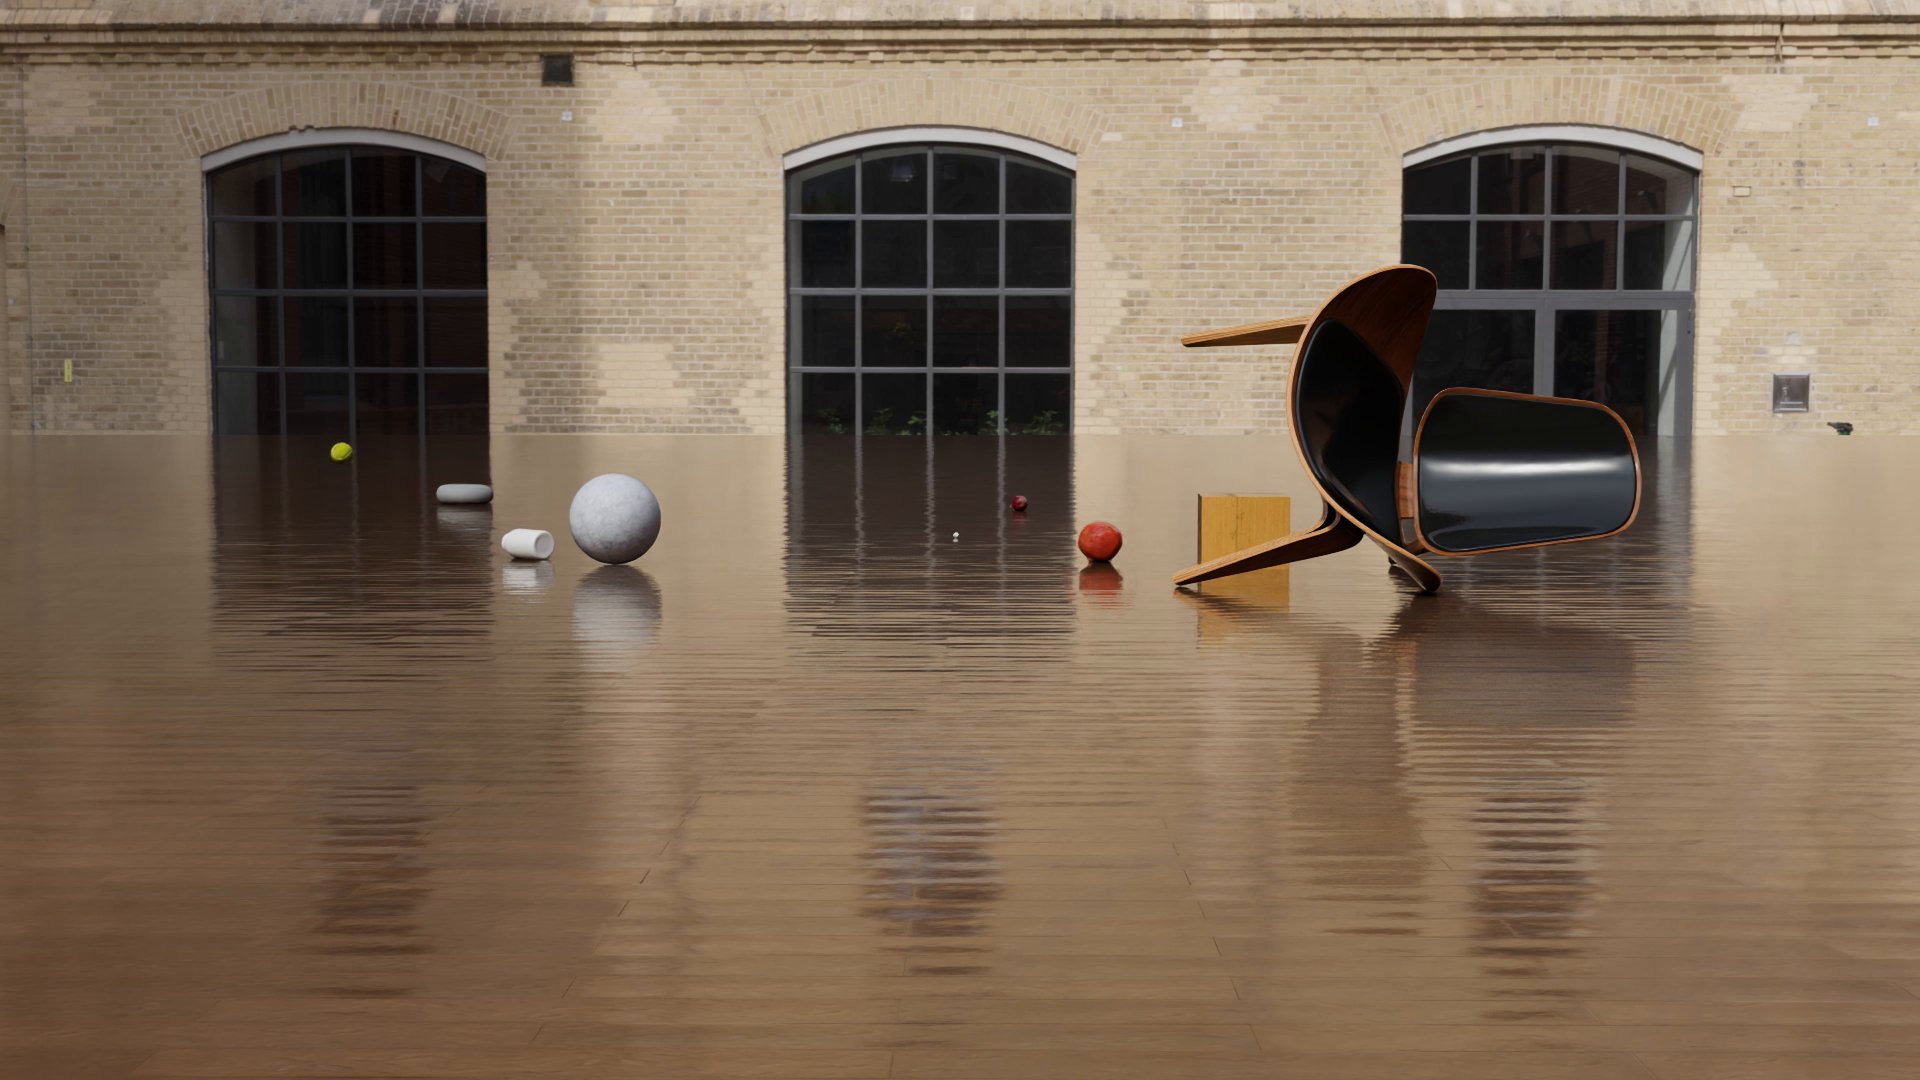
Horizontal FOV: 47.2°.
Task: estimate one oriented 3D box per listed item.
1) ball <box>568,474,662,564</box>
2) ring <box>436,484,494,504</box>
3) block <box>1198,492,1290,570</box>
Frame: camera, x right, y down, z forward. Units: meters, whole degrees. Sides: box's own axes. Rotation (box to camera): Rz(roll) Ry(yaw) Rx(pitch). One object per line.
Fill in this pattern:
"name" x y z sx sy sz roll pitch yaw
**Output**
"ball" -0.883 -0.054 5.632 0.234 0.234 0.234 0 4 0
"ring" -1.948 -0.180 8.652 0.217 0.072 0.271 -1 5 -25
"block" 0.718 -0.024 5.584 0.219 0.180 0.204 0 4 3
